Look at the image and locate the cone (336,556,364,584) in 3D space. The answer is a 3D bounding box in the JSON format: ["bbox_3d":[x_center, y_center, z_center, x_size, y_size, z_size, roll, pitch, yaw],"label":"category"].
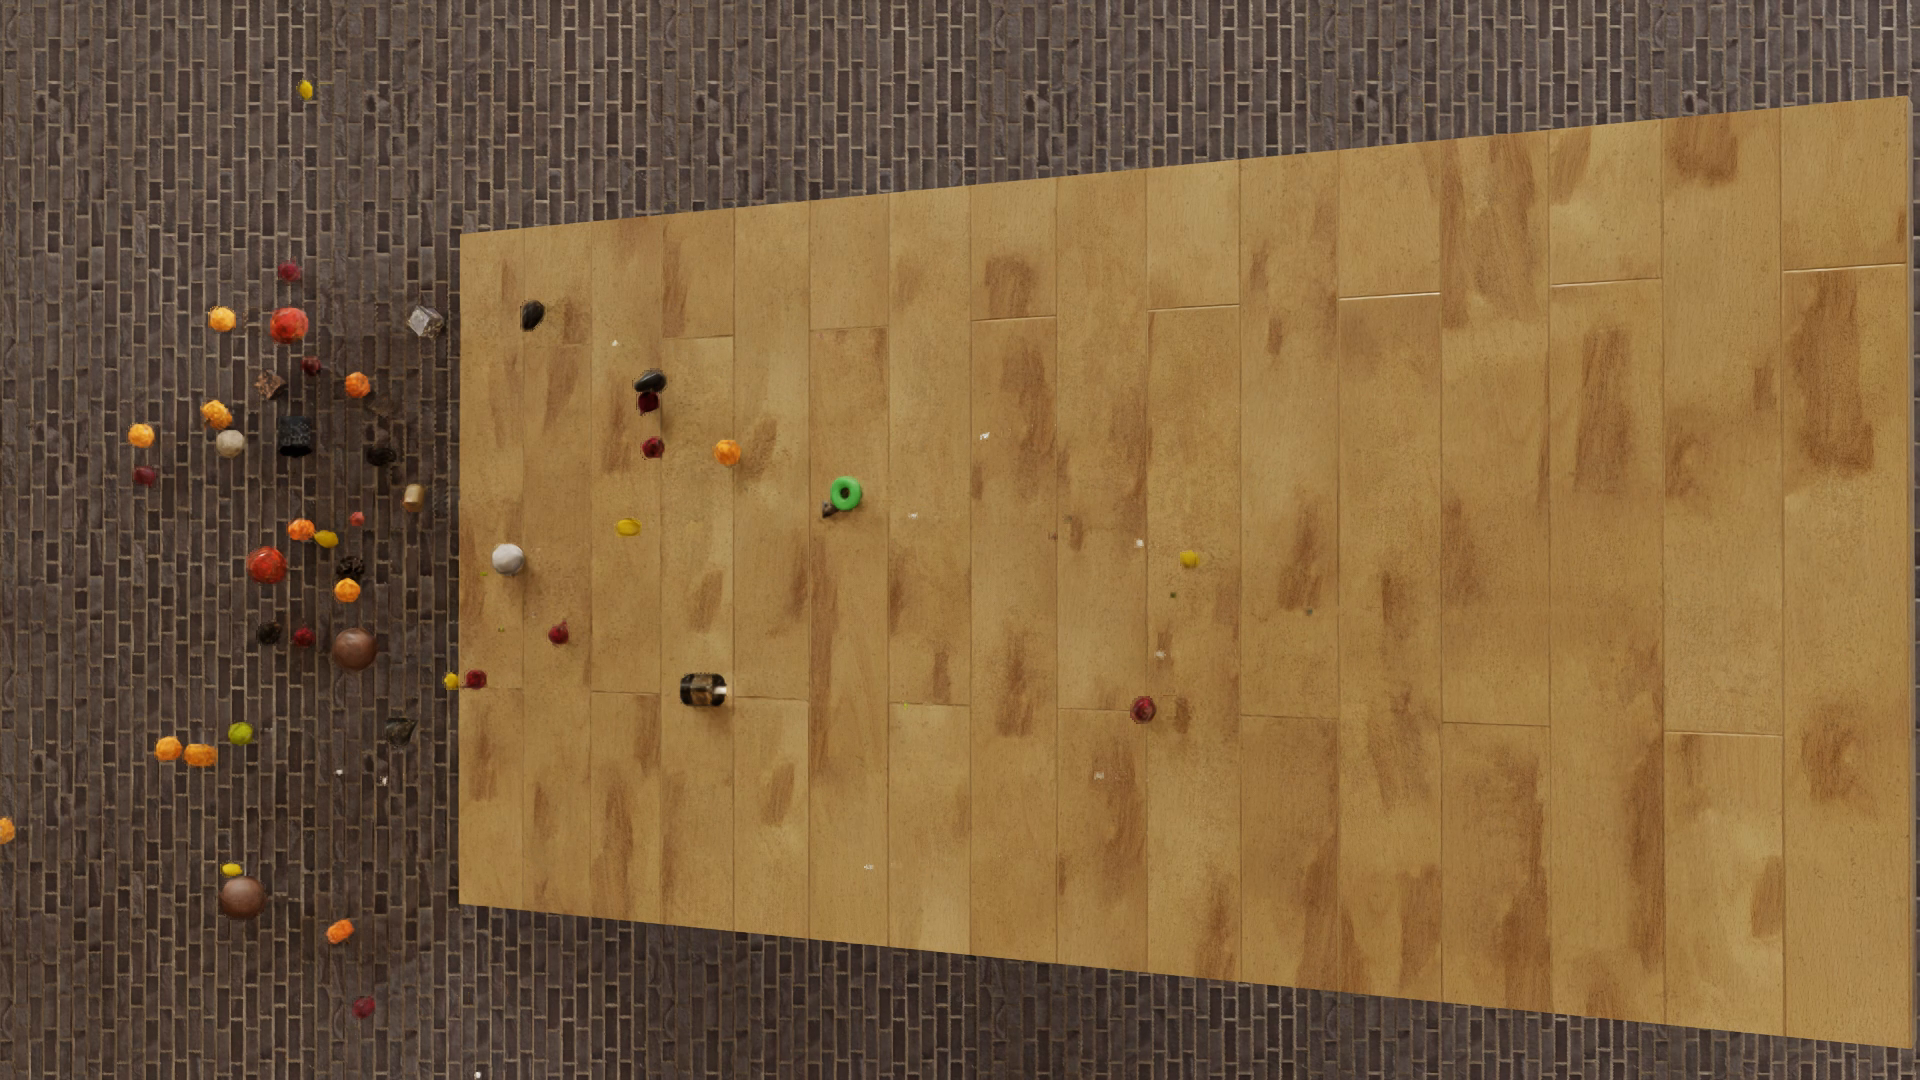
[{"bbox_3d":[-1.844,0.091,6.614,0.086,0.086,0.086,0,89,0],"label":"cone"}]

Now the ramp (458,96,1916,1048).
[{"bbox_3d":[0.272,0.076,5.635,4.000,0.100,2.000,0,89,29],"label":"ramp"}]

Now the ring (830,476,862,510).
[{"bbox_3d":[-0.305,-0.126,5.886,0.094,0.031,0.094,0,91,29],"label":"ring"}]

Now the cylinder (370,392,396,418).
[{"bbox_3d":[-1.739,-0.406,6.623,0.057,0.057,0.057,39,96,0],"label":"cylinder"}]

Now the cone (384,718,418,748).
[{"bbox_3d":[-1.654,0.557,6.586,0.096,0.096,0.096,-30,89,29],"label":"cone"}]

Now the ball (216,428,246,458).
[{"bbox_3d":[-2.195,-0.291,6.618,0.086,0.086,0.086,0,89,0],"label":"ball"}]

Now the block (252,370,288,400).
[{"bbox_3d":[-2.079,-0.467,6.631,0.064,0.064,0.064,38,90,0],"label":"block"}]

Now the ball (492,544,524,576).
[{"bbox_3d":[-1.320,0.056,6.418,0.093,0.093,0.093,0,89,0],"label":"ball"}]

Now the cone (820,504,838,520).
[{"bbox_3d":[-0.343,-0.083,5.911,0.050,0.050,0.050,-19,89,28],"label":"cone"}]

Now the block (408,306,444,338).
[{"bbox_3d":[-1.602,-0.655,6.603,0.065,0.065,0.065,40,109,25],"label":"block"}]

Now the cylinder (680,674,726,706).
[{"bbox_3d":[-0.711,0.415,6.073,0.091,0.091,0.091,-2,89,29],"label":"cylinder"}]
